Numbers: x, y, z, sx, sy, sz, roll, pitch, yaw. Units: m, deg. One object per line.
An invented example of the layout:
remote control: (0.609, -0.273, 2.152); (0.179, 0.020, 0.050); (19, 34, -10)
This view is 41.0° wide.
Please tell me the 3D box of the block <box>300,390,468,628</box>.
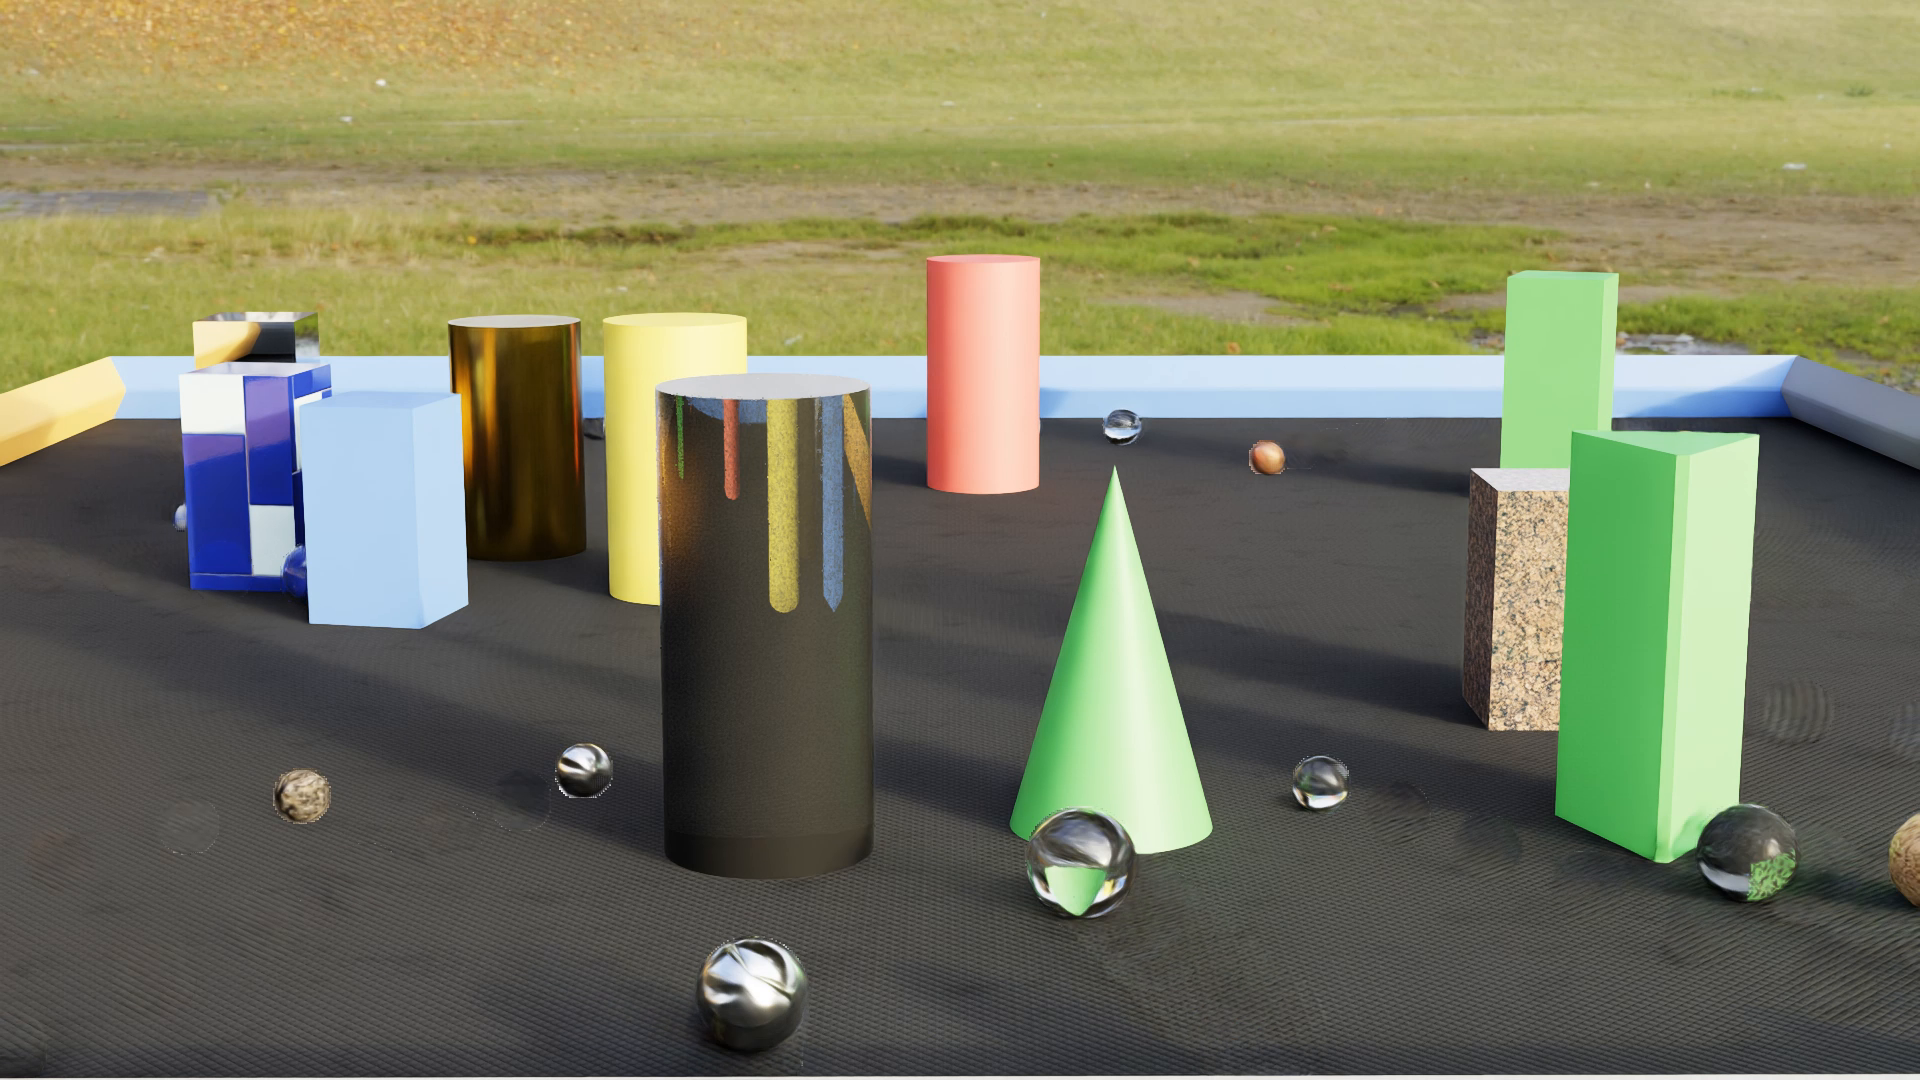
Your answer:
block: (-0.766, -0.043, 3.422); (0.157, 0.290, 0.157); (2, 11, 12)

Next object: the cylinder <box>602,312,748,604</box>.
cylinder: (-0.392, -0.116, 3.565); (0.197, 0.381, 0.197); (0, 10, 0)

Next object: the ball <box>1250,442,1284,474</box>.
ball: (0.553, -0.147, 4.611); (0.060, 0.060, 0.060); (0, 10, 0)

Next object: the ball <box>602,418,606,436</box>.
ball: (-0.666, -0.220, 5.003); (0.061, 0.061, 0.061); (0, 10, 0)

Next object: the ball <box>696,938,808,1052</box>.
ball: (-0.155, 0.340, 1.919); (0.084, 0.084, 0.084); (0, 10, 0)

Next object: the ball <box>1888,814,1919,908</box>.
ball: (0.854, 0.279, 2.227); (0.092, 0.092, 0.092); (0, 10, 0)

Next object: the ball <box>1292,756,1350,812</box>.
ball: (0.356, 0.241, 2.529); (0.056, 0.056, 0.056); (0, 10, 0)

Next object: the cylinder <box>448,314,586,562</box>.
cylinder: (-0.668, -0.157, 3.874); (0.197, 0.348, 0.197); (0, 10, 0)

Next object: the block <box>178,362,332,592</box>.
block: (-0.994, -0.092, 3.649); (0.157, 0.303, 0.157); (1, 11, 8)

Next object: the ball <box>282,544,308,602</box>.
ball: (-0.878, 0.044, 3.479); (0.079, 0.079, 0.079); (0, 10, 0)

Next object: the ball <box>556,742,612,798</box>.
ball: (-0.378, 0.232, 2.582); (0.055, 0.055, 0.055); (0, 10, 0)

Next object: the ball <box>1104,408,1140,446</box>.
ball: (0.315, -0.219, 4.971); (0.072, 0.072, 0.072); (0, 10, 0)

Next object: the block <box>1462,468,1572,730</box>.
block: (0.665, 0.064, 2.897); (0.157, 0.269, 0.157); (0, 10, 0)

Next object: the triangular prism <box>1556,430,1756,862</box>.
triangular prism: (0.645, 0.091, 2.448); (0.148, 0.381, 0.170); (8, 13, 38)

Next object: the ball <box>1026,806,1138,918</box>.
ball: (0.105, 0.279, 2.216); (0.096, 0.096, 0.096); (0, 10, 0)

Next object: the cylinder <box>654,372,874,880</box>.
cylinder: (-0.180, 0.074, 2.381); (0.197, 0.438, 0.197); (0, 10, 0)

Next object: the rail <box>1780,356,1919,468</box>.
rail: (1.734, 0.031, 3.459); (0.045, 0.128, 3.872); (0, 10, 0)

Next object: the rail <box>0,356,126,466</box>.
rail: (-1.734, 0.035, 3.439); (0.045, 0.128, 3.872); (0, 10, 0)

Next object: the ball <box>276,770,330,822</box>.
ball: (-0.641, 0.249, 2.500); (0.051, 0.051, 0.051); (0, 10, 0)

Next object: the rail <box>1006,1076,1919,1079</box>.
rail: (0.011, 0.381, 1.569); (3.516, 0.128, 0.045); (0, 10, 0)

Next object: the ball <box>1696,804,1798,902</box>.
ball: (0.694, 0.275, 2.260); (0.086, 0.086, 0.086); (0, 10, 0)

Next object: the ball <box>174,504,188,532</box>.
ball: (-1.217, -0.035, 4.051); (0.045, 0.045, 0.045); (0, 10, 0)

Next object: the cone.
cone: (0.147, 0.103, 2.460); (0.197, 0.353, 0.197); (0, 10, 0)

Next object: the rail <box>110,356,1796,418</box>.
rail: (-0.011, -0.315, 5.329); (3.516, 0.128, 0.045); (0, 10, 0)

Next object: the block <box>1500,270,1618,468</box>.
block: (1.012, -0.258, 4.336); (0.157, 0.379, 0.157); (4, 11, 22)

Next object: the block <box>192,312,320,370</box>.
block: (-1.117, -0.191, 4.103); (0.157, 0.332, 0.157); (0, 10, -1)

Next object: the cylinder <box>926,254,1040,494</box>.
cylinder: (0.040, -0.292, 4.473); (0.197, 0.396, 0.197); (0, 10, 0)
